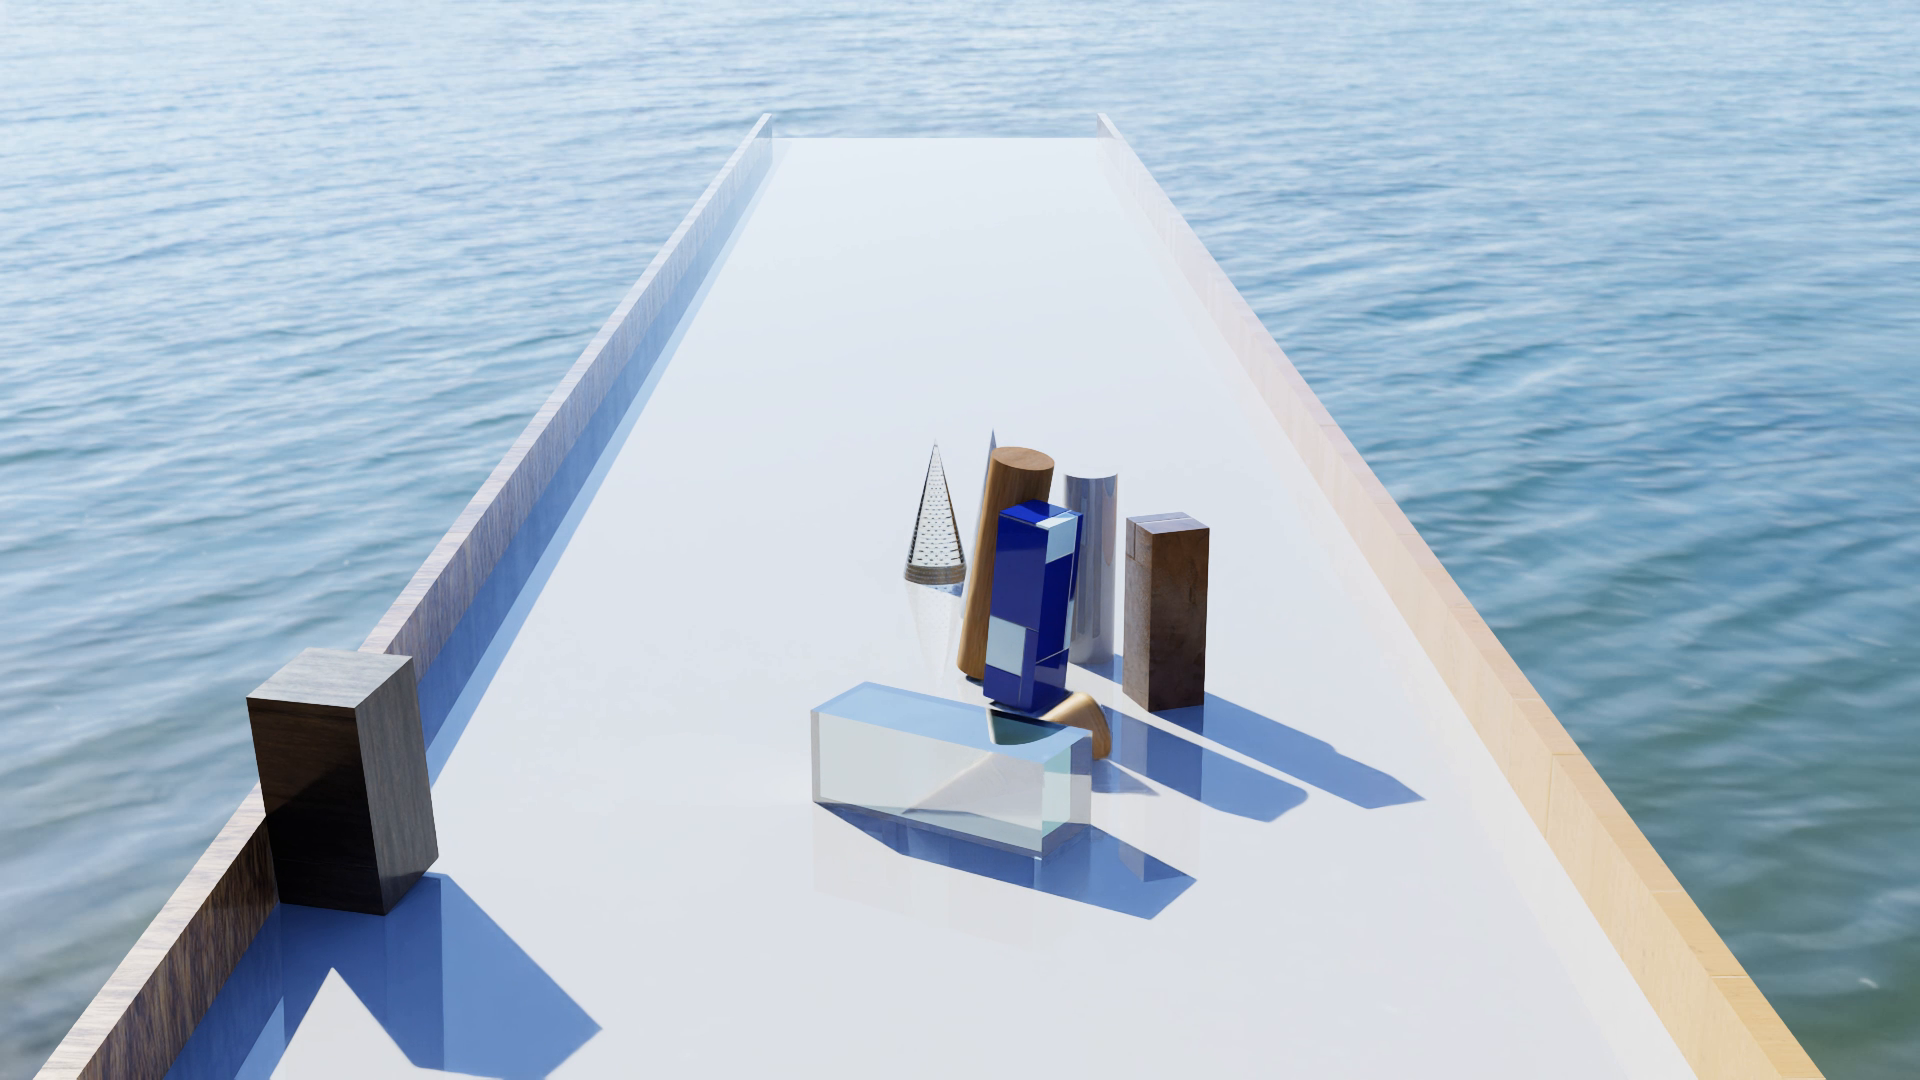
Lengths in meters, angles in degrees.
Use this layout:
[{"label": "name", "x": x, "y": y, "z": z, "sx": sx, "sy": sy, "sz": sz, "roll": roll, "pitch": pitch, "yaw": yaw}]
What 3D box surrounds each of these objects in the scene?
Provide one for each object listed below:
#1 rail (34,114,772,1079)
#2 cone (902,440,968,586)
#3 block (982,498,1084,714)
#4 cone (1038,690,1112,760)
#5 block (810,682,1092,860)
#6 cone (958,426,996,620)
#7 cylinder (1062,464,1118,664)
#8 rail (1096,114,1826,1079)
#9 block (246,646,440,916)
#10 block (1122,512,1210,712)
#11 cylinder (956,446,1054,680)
[{"label": "rail", "x": -1.118, "y": -0.838, "z": 7.780, "sx": 0.050, "sy": 0.150, "sz": 12.000, "roll": 0, "pitch": 17, "yaw": -1}, {"label": "cone", "x": -0.054, "y": -0.074, "z": 4.916, "sx": 0.152, "sy": 0.320, "sz": 0.152, "roll": 0, "pitch": 17, "yaw": 0}, {"label": "block", "x": 0.136, "y": 0.124, "z": 4.139, "sx": 0.112, "sy": 0.373, "sz": 0.112, "roll": 18, "pitch": 24, "yaw": 33}, {"label": "cone", "x": 0.104, "y": 0.376, "z": 3.852, "sx": 0.302, "sy": 0.127, "sz": 0.127, "roll": -21, "pitch": 24, "yaw": -22}, {"label": "block", "x": -0.017, "y": 0.378, "z": 3.666, "sx": 0.448, "sy": 0.165, "sz": 0.165, "roll": 10, "pitch": 19, "yaw": 30}, {"label": "cone", "x": 0.069, "y": -0.040, "z": 4.635, "sx": 0.143, "sy": 0.413, "sz": 0.143, "roll": 0, "pitch": 17, "yaw": 0}, {"label": "cylinder", "x": 0.257, "y": 0.049, "z": 4.387, "sx": 0.110, "sy": 0.385, "sz": 0.110, "roll": 0, "pitch": 17, "yaw": 0}, {"label": "rail", "x": 0.932, "y": -0.844, "z": 7.801, "sx": 0.050, "sy": 0.150, "sz": 12.000, "roll": 0, "pitch": 17, "yaw": -1}, {"label": "block", "x": -0.936, "y": 0.366, "z": 3.353, "sx": 0.177, "sy": 0.351, "sz": 0.177, "roll": 4, "pitch": 23, "yaw": 14}, {"label": "block", "x": 0.388, "y": 0.135, "z": 4.159, "sx": 0.117, "sy": 0.350, "sz": 0.117, "roll": -6, "pitch": 18, "yaw": -19}, {"label": "cylinder", "x": 0.087, "y": 0.048, "z": 4.262, "sx": 0.123, "sy": 0.444, "sz": 0.123, "roll": 8, "pitch": 22, "yaw": -3}]
